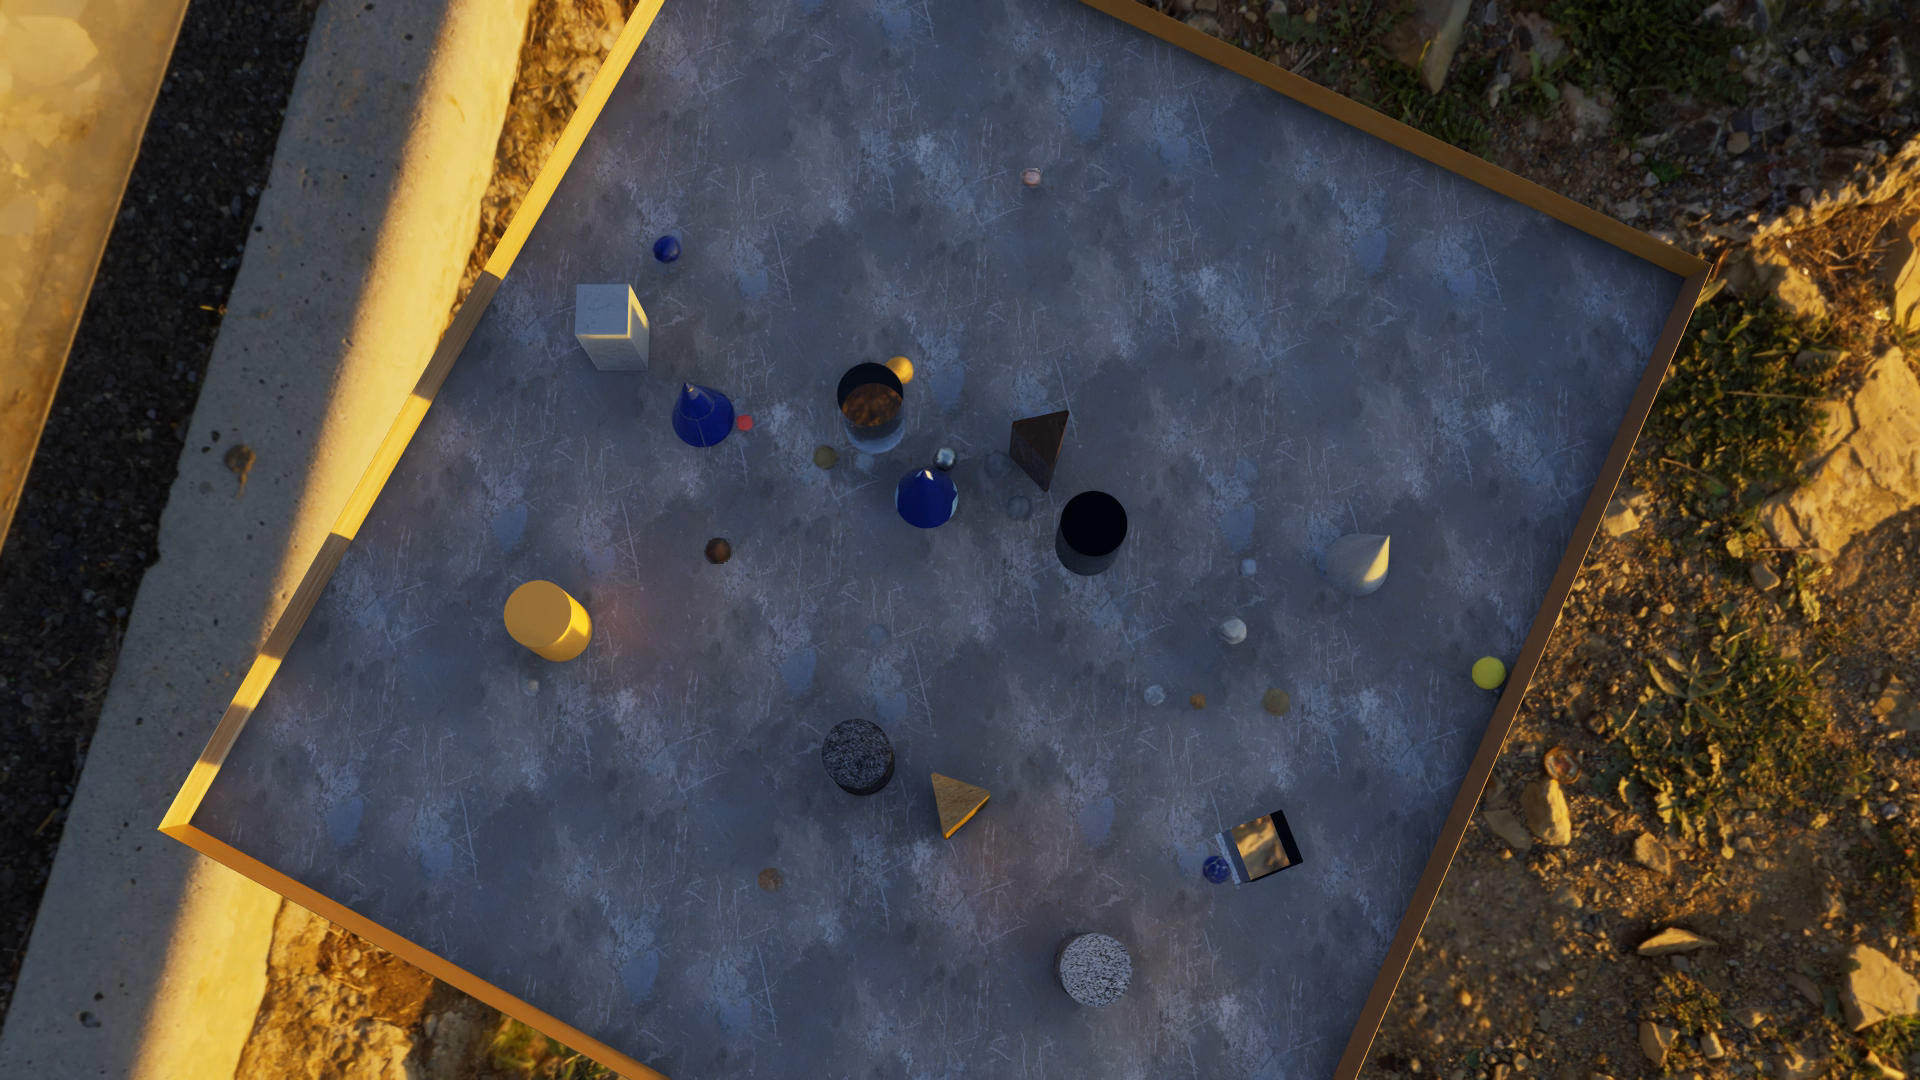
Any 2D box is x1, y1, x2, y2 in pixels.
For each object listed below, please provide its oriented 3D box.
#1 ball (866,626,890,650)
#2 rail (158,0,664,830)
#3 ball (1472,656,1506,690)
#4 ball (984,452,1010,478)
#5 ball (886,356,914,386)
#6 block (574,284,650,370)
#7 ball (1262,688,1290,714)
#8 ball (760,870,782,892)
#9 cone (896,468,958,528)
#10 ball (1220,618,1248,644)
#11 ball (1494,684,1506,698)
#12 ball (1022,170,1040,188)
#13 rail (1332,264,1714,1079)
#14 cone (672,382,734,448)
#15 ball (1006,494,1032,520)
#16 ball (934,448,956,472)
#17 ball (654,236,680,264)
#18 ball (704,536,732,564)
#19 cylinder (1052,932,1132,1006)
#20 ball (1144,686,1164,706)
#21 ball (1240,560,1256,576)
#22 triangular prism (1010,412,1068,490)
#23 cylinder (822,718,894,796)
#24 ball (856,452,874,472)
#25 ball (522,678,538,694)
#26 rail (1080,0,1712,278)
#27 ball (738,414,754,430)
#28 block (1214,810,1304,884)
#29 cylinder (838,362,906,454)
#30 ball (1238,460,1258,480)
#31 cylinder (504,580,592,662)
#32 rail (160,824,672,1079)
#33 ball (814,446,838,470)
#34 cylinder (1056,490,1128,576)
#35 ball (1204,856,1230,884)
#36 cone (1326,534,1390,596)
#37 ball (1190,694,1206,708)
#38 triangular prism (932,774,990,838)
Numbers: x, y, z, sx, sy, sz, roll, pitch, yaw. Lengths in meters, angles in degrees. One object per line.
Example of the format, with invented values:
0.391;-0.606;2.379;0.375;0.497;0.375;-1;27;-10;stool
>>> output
-0.247;0.294;5.518;0.075;0.075;0.075;0;78;0;ball
-1.497;-0.726;5.701;0.045;0.126;3.629;26;80;5;rail
1.584;0.398;5.485;0.097;0.097;0.097;0;78;0;ball
0.114;-0.231;5.621;0.076;0.076;0.076;0;78;0;ball
-0.191;-0.523;5.678;0.091;0.091;0.091;0;78;0;ball
-1.053;-0.642;5.567;0.156;0.357;0.156;0;78;0;block
0.942;0.482;5.475;0.082;0.082;0.082;0;78;0;ball
-0.554;1.000;5.378;0.063;0.063;0.063;0;78;0;ball
-0.103;-0.167;5.468;0.195;0.359;0.195;0;78;0;cone
0.825;0.273;5.519;0.079;0.079;0.079;0;78;0;ball
1.624;0.453;5.502;0.042;0.042;0.042;0;78;0;ball
0.228;-1.149;5.825;0.058;0.058;0.058;0;78;0;ball
1.497;0.740;5.398;0.045;0.126;3.629;26;80;5;rail
-0.798;-0.420;5.507;0.195;0.385;0.195;0;78;0;cone
0.179;-0.098;5.596;0.080;0.080;0.080;0;78;0;ball
-0.046;-0.247;5.631;0.073;0.073;0.073;0;78;0;ball
-0.923;-0.912;5.763;0.084;0.084;0.084;0;78;0;ball
-0.736;0.029;5.572;0.085;0.085;0.085;0;78;0;ball
0.368;1.204;5.156;0.195;0.414;0.195;0;78;0;cylinder
0.580;0.465;5.490;0.059;0.059;0.059;0;78;0;ball
0.878;0.088;5.573;0.049;0.049;0.049;0;78;0;ball
0.263;-0.292;5.497;0.146;0.352;0.169;-42;81;-8;triangular prism
-0.292;0.633;5.315;0.195;0.333;0.195;0;78;0;cylinder
-0.291;-0.239;5.637;0.057;0.057;0.057;0;78;0;ball
-1.291;0.440;5.501;0.048;0.048;0.048;0;78;0;ball
0.801;-1.562;5.874;3.395;0.126;0.045;26;80;5;rail
-0.664;-0.364;5.666;0.051;0.051;0.051;0;78;0;ball
0.856;0.885;5.267;0.156;0.325;0.156;-20;79;-4;block
-0.264;-0.395;5.534;0.195;0.321;0.195;0;78;0;cylinder
0.882;-0.214;5.630;0.061;0.061;0.061;0;78;0;ball
-1.213;0.242;5.412;0.195;0.302;0.195;0;78;0;cylinder
-0.801;1.575;5.225;3.395;0.126;0.045;26;80;5;rail
-0.411;-0.252;5.632;0.072;0.072;0.072;0;78;0;ball
0.389;-0.017;5.463;0.195;0.308;0.195;0;78;0;cylinder
0.753;0.969;5.375;0.080;0.080;0.080;0;78;0;ball
1.212;0.031;5.388;0.195;0.435;0.195;0;78;0;cone
0.712;0.481;5.494;0.044;0.044;0.044;0;78;0;ball
-0.029;0.740;5.259;0.169;0.401;0.146;-41;81;-8;triangular prism
